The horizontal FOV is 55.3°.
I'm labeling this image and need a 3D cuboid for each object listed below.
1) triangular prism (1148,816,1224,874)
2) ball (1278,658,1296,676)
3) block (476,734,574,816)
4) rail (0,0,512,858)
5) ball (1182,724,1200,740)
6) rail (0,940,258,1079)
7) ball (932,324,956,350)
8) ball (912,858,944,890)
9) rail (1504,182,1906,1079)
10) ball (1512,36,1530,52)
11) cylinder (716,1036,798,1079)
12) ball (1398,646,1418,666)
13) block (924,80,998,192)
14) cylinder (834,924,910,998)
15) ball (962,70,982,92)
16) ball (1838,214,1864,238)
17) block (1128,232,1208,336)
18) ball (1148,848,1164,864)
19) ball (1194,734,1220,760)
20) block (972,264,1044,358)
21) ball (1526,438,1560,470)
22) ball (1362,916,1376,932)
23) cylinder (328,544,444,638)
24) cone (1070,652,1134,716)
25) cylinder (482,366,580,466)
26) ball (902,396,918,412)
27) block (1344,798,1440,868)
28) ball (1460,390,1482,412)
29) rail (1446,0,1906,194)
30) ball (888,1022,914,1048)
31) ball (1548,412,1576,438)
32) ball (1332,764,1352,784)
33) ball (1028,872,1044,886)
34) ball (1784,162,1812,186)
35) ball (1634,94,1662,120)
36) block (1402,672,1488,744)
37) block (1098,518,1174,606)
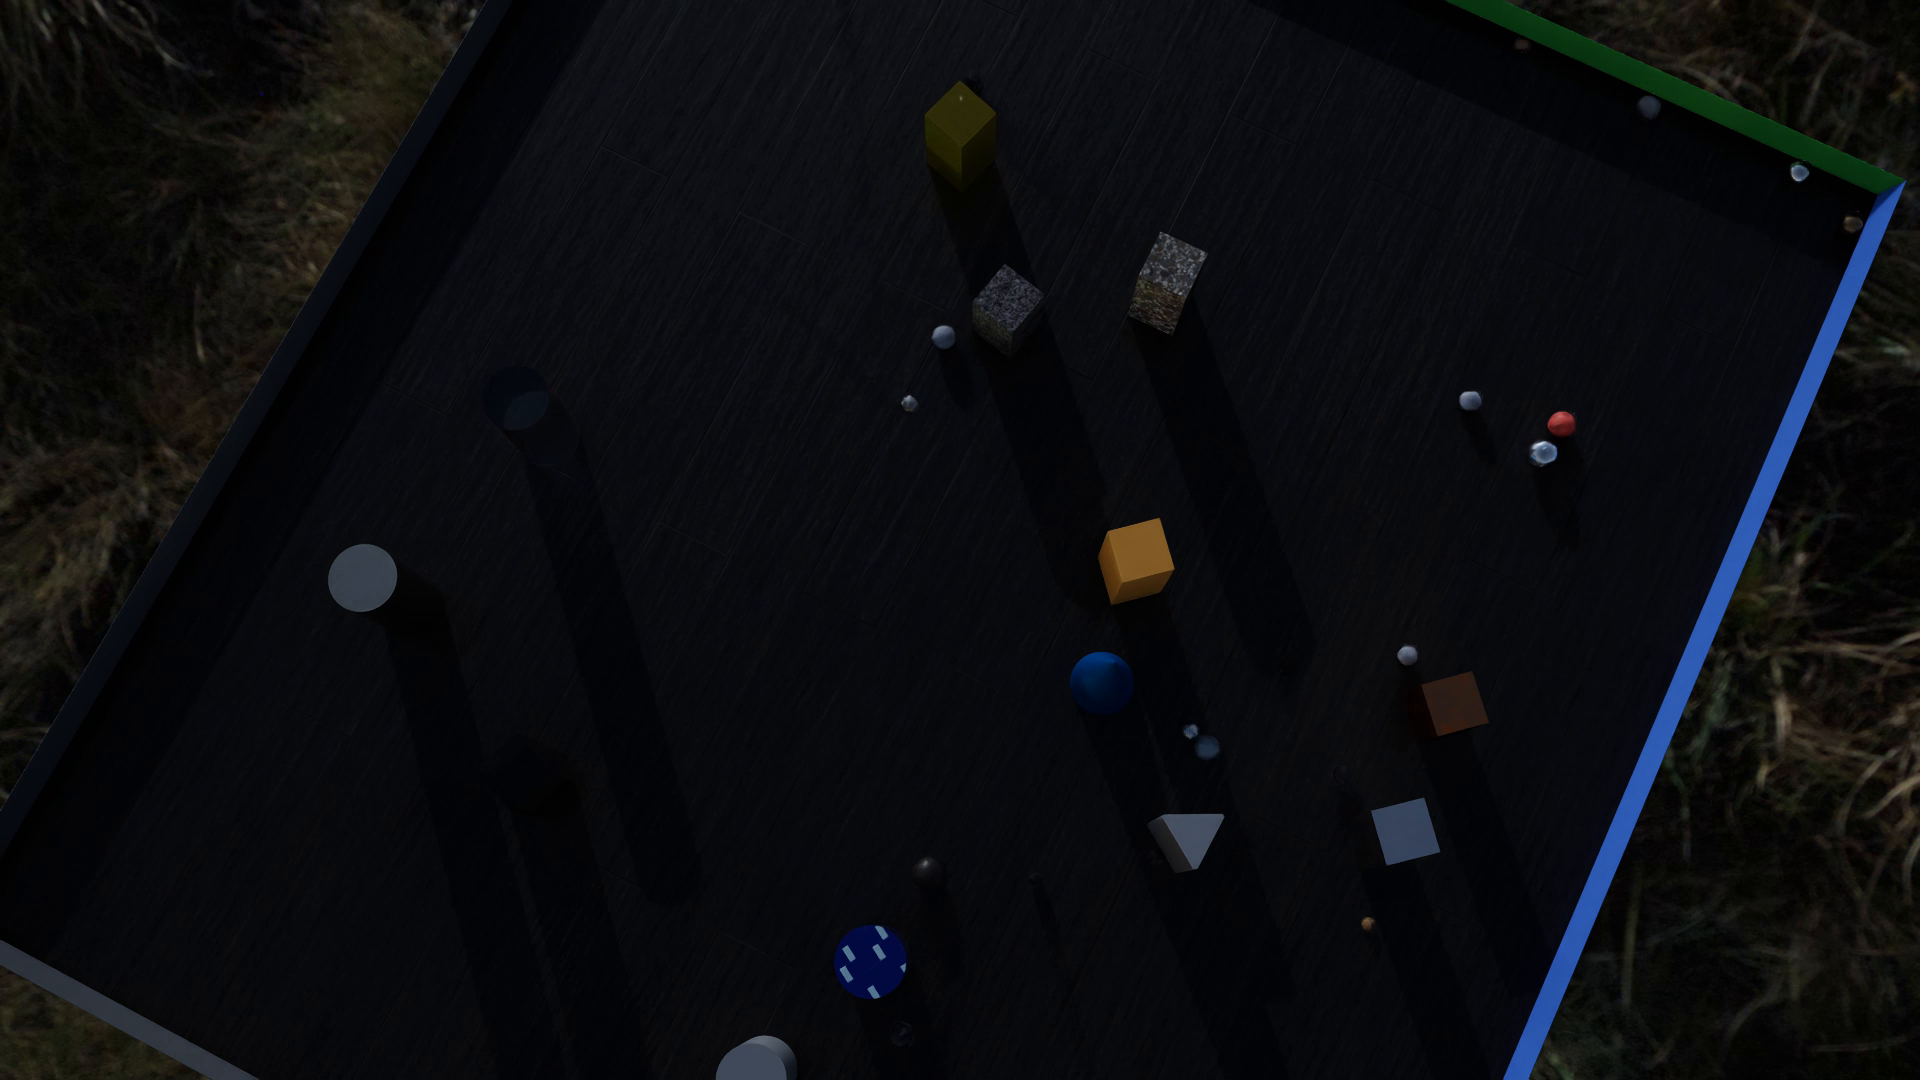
[{"bbox_3d":[0.661,0.834,5.224,0.145,0.431,0.167,-30,80,-6],"label":"triangular prism"},{"bbox_3d":[0.981,0.382,5.511,0.053,0.053,0.053,0,78,0],"label":"ball"},{"bbox_3d":[-1.258,0.685,5.318,0.155,0.307,0.155,-41,81,-8],"label":"block"},{"bbox_3d":[-1.888,-0.918,5.741,0.045,0.126,4.684,26,80,5],"label":"rail"},{"bbox_3d":[0.688,0.573,5.471,0.053,0.053,0.053,0,78,0],"label":"ball"},{"bbox_3d":[-1.037,2.037,5.130,4.268,0.126,0.045,26,80,5],"label":"rail"},{"bbox_3d":[-0.049,-0.632,5.709,0.076,0.076,0.076,0,78,0],"label":"ball"},{"bbox_3d":[-0.093,0.978,5.365,0.096,0.096,0.096,0,78,0],"label":"ball"},{"bbox_3d":[1.888,0.931,5.359,0.045,0.126,4.684,26,80,5],"label":"rail"},{"bbox_3d":[1.813,-1.604,5.922,0.051,0.051,0.051,0,78,0],"label":"ball"},{"bbox_3d":[-0.566,1.499,5.135,0.193,0.336,0.193,0,78,0],"label":"cylinder"},{"bbox_3d":[1.347,0.348,5.514,0.061,0.061,0.061,0,78,0],"label":"ball"},{"bbox_3d":[0.002,-1.249,5.695,0.155,0.352,0.155,43,81,8],"label":"block"},{"bbox_3d":[-0.241,1.177,5.137,0.193,0.462,0.193,0,78,0],"label":"cylinder"},{"bbox_3d":[0.041,-1.475,5.889,0.064,0.064,0.064,0,78,0],"label":"ball"},{"bbox_3d":[2.810,-0.992,5.782,0.078,0.078,0.078,0,78,0],"label":"ball"},{"bbox_3d":[0.631,-0.778,5.594,0.155,0.360,0.155,26,79,5],"label":"block"},{"bbox_3d":[0.579,0.932,5.398,0.050,0.050,0.050,0,78,0],"label":"ball"},{"bbox_3d":[0.734,0.617,5.449,0.077,0.077,0.077,0,78,0],"label":"ball"},{"bbox_3d":[0.146,-0.698,5.625,0.155,0.266,0.155,39,81,7],"label":"block"},{"bbox_3d":[1.789,-0.263,5.622,0.097,0.097,0.097,0,78,0],"label":"ball"},{"bbox_3d":[1.196,1.124,5.362,0.044,0.044,0.044,0,78,0],"label":"ball"},{"bbox_3d":[-1.669,0.153,5.347,0.193,0.465,0.193,0,78,0],"label":"cylinder"},{"bbox_3d":[0.429,0.385,5.299,0.193,0.465,0.193,0,78,0],"label":"cone"},{"bbox_3d":[-1.275,-0.365,5.473,0.193,0.429,0.193,0,78,0],"label":"cylinder"},{"bbox_3d":[-0.156,-0.423,5.680,0.048,0.048,0.048,0,78,0],"label":"ball"},{"bbox_3d":[1.236,0.845,5.259,0.155,0.357,0.155,-14,79,-3],"label":"block"},{"bbox_3d":[1.579,-0.430,5.672,0.066,0.066,0.066,0,78,0],"label":"ball"},{"bbox_3d":[1.037,-2.024,5.970,4.268,0.126,0.045,26,80,5],"label":"rail"},{"bbox_3d":[-0.168,1.428,5.284,0.073,0.073,0.073,0,78,0],"label":"ball"},{"bbox_3d":[1.855,-0.354,5.648,0.083,0.083,0.083,0,78,0],"label":"ball"},{"bbox_3d":[1.137,0.696,5.443,0.057,0.057,0.057,0,78,0],"label":"ball"},{"bbox_3d":[0.224,0.997,5.388,0.044,0.044,0.044,0,78,0],"label":"ball"},{"bbox_3d":[2.660,-1.162,5.816,0.080,0.080,0.080,0,78,0],"label":"ball"},{"bbox_3d":[2.201,-1.382,5.861,0.081,0.081,0.081,0,78,0],"label":"ball"},{"bbox_3d":[1.425,0.495,5.392,0.155,0.238,0.155,-15,79,-3],"label":"block"},{"bbox_3d":[0.516,0.068,5.406,0.155,0.384,0.155,-14,79,-3],"label":"block"}]
